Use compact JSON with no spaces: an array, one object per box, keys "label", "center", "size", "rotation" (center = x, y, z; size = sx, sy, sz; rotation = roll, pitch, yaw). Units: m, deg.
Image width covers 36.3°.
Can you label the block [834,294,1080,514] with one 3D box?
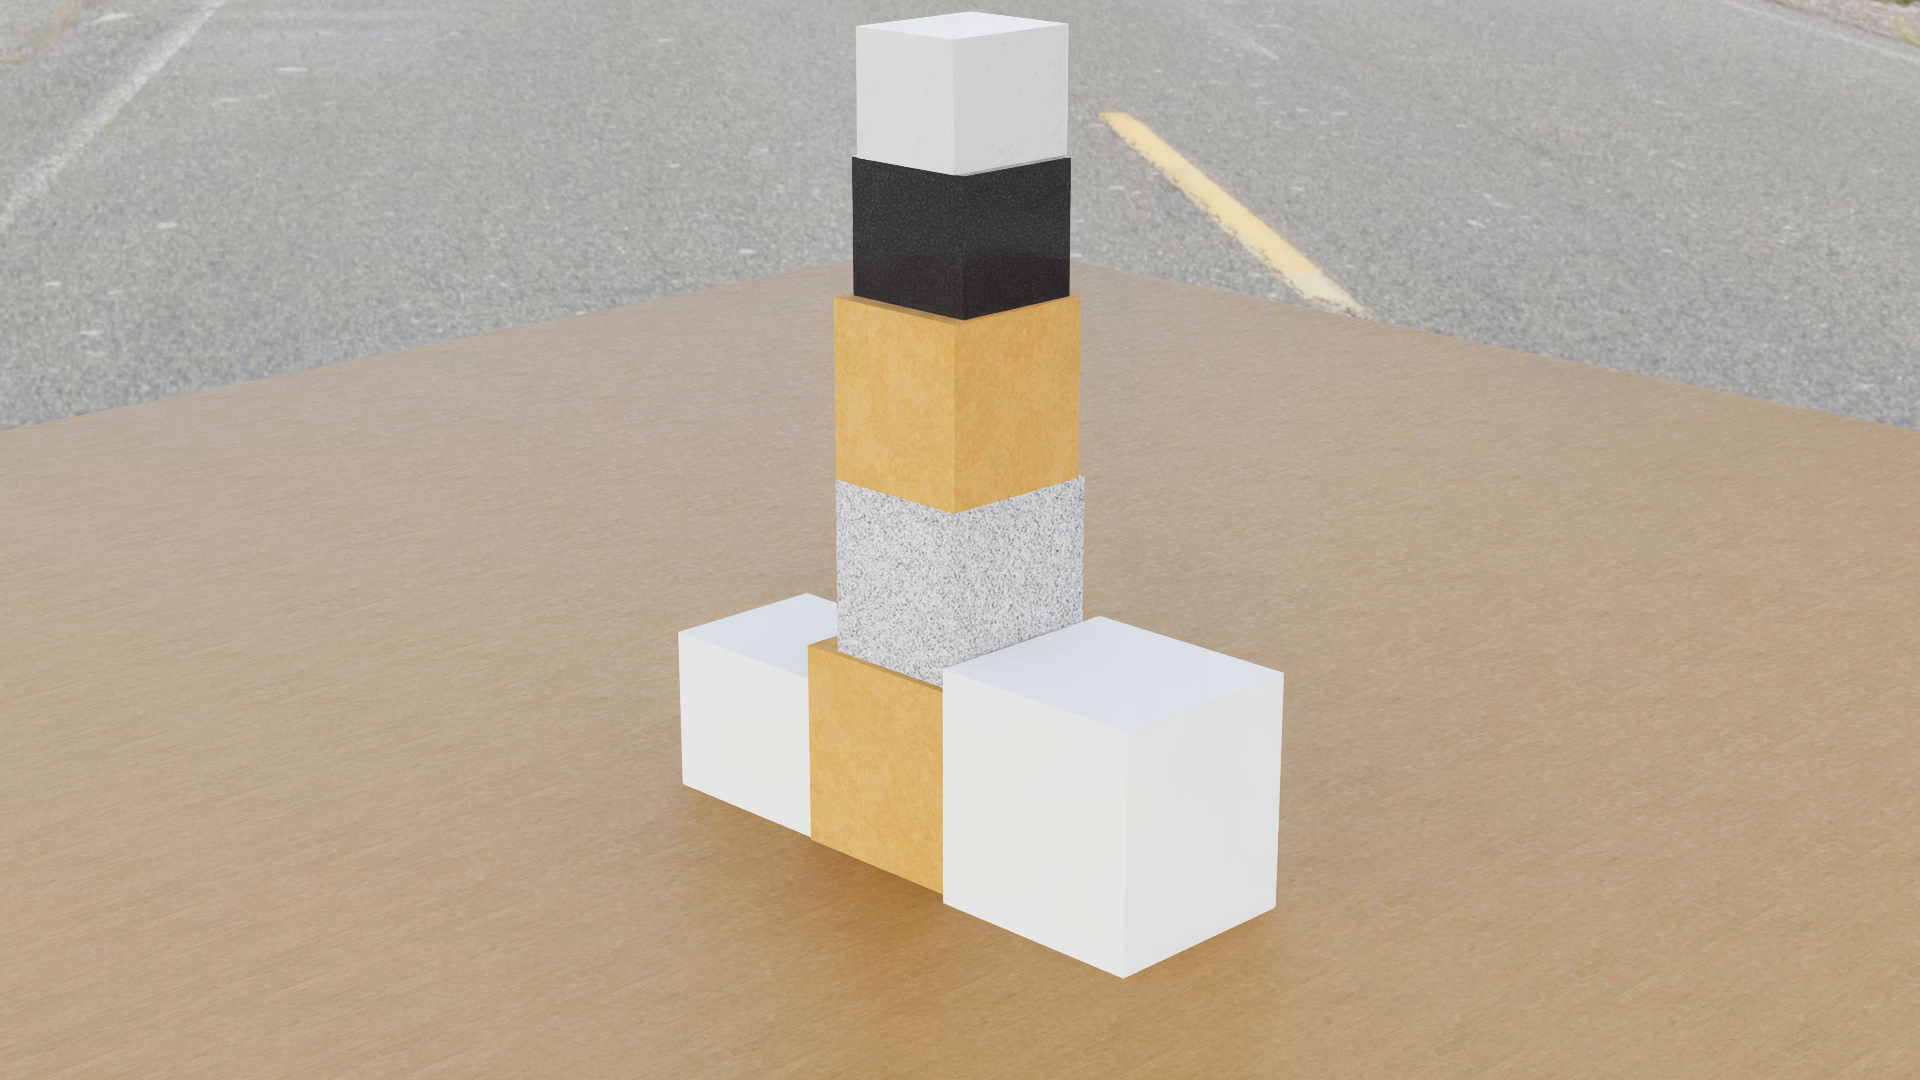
[{"label":"block","center":[-0.012,-0.678,13.116],"size":[0.791,0.839,0.755],"rotation":[-17,24,-42]}]

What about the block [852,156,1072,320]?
[{"label":"block","center":[0.006,-1.380,12.914],"size":[0.665,0.622,0.691],"rotation":[-17,24,-42]}]

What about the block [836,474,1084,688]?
[{"label":"block","center":[0.001,0.111,13.378],"size":[0.830,0.822,0.761],"rotation":[-17,24,-42]}]

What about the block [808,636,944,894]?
[{"label":"block","center":[-0.053,0.954,13.687],"size":[0.900,0.972,0.944],"rotation":[-17,24,-42]}]

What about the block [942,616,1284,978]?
[{"label":"block","center":[0.669,1.104,12.971],"size":[1.017,1.115,1.085],"rotation":[-17,24,-42]}]

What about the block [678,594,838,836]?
[{"label":"block","center":[-0.737,0.838,14.352],"size":[0.844,0.795,0.950],"rotation":[-17,24,-42]}]

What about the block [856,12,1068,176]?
[{"label":"block","center":[0.011,-1.951,12.740],"size":[0.704,0.571,0.595],"rotation":[-17,24,-42]}]
